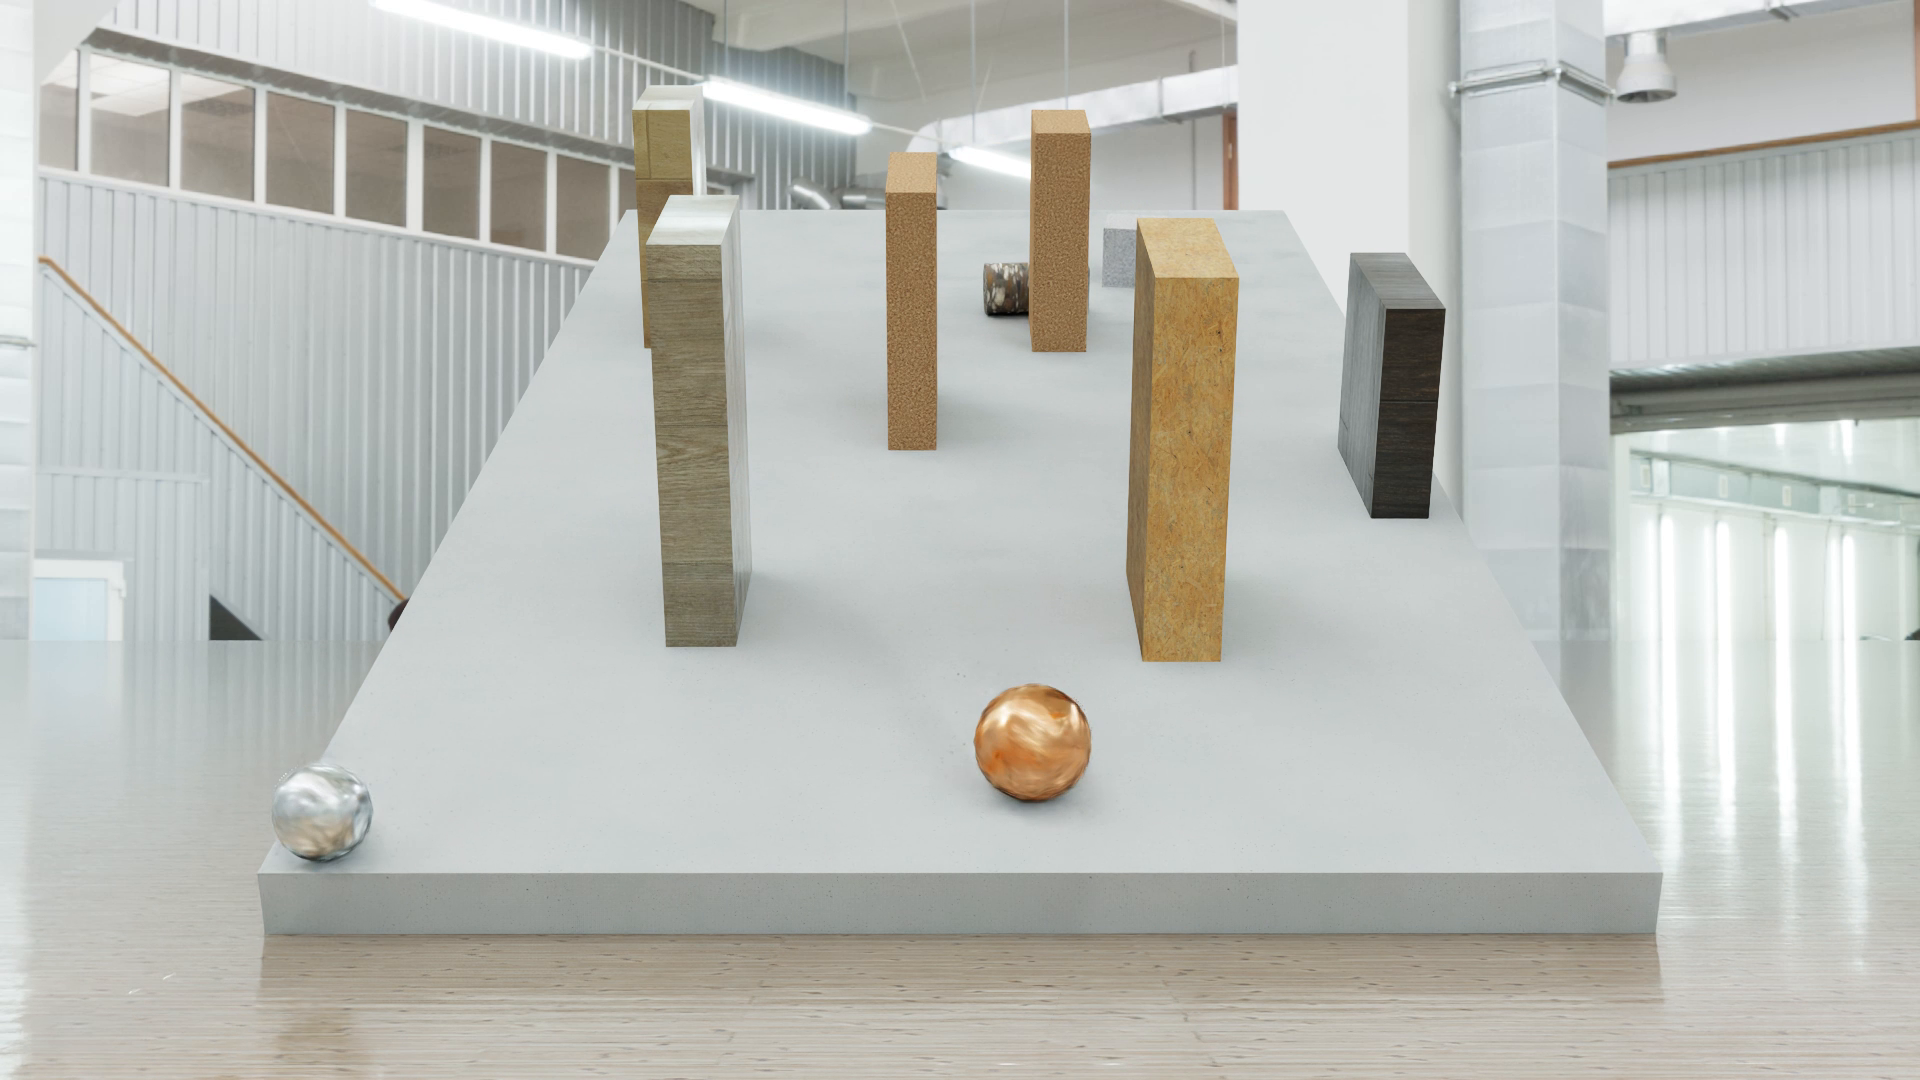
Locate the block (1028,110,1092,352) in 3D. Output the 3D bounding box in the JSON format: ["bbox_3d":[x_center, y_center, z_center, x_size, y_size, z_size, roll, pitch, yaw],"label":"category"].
[{"bbox_3d":[0.243,-0.763,5.642,0.132,0.538,0.289,0,22,0],"label":"block"}]

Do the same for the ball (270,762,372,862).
[{"bbox_3d":[-0.912,0.389,3.278,0.140,0.140,0.140,0,-2,0],"label":"ball"}]

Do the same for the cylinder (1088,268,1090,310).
[{"bbox_3d":[0.275,-0.643,5.909,0.118,0.118,0.118,0,22,0],"label":"cylinder"}]

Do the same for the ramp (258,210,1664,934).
[{"bbox_3d":[-0.006,-0.219,5.136,2.000,0.100,4.000,0,22,0],"label":"ramp"}]

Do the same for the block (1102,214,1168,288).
[{"bbox_3d":[0.473,-0.780,6.195,0.162,0.162,0.162,3,22,7],"label":"block"}]

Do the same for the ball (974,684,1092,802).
[{"bbox_3d":[0.110,0.305,3.446,0.177,0.177,0.177,0,-2,0],"label":"ball"}]

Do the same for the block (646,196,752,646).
[{"bbox_3d":[-0.450,-0.211,4.011,0.122,0.715,0.349,0,22,0],"label":"block"}]

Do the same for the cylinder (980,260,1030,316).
[{"bbox_3d":[0.130,-0.650,5.909,0.130,0.130,0.130,-9,-1,-9],"label":"cylinder"}]

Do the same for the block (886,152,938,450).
[{"bbox_3d":[-0.103,-0.528,5.014,0.104,0.563,0.393,0,22,0],"label":"block"}]

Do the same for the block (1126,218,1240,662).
[{"bbox_3d":[0.380,-0.180,3.988,0.134,0.678,0.400,0,22,0],"label":"block"}]

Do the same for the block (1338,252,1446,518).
[{"bbox_3d":[0.875,-0.322,4.679,0.115,0.433,0.427,0,22,0],"label":"block"}]

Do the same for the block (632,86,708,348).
[{"bbox_3d":[-0.708,-0.800,5.664,0.136,0.587,0.308,0,22,0],"label":"block"}]
